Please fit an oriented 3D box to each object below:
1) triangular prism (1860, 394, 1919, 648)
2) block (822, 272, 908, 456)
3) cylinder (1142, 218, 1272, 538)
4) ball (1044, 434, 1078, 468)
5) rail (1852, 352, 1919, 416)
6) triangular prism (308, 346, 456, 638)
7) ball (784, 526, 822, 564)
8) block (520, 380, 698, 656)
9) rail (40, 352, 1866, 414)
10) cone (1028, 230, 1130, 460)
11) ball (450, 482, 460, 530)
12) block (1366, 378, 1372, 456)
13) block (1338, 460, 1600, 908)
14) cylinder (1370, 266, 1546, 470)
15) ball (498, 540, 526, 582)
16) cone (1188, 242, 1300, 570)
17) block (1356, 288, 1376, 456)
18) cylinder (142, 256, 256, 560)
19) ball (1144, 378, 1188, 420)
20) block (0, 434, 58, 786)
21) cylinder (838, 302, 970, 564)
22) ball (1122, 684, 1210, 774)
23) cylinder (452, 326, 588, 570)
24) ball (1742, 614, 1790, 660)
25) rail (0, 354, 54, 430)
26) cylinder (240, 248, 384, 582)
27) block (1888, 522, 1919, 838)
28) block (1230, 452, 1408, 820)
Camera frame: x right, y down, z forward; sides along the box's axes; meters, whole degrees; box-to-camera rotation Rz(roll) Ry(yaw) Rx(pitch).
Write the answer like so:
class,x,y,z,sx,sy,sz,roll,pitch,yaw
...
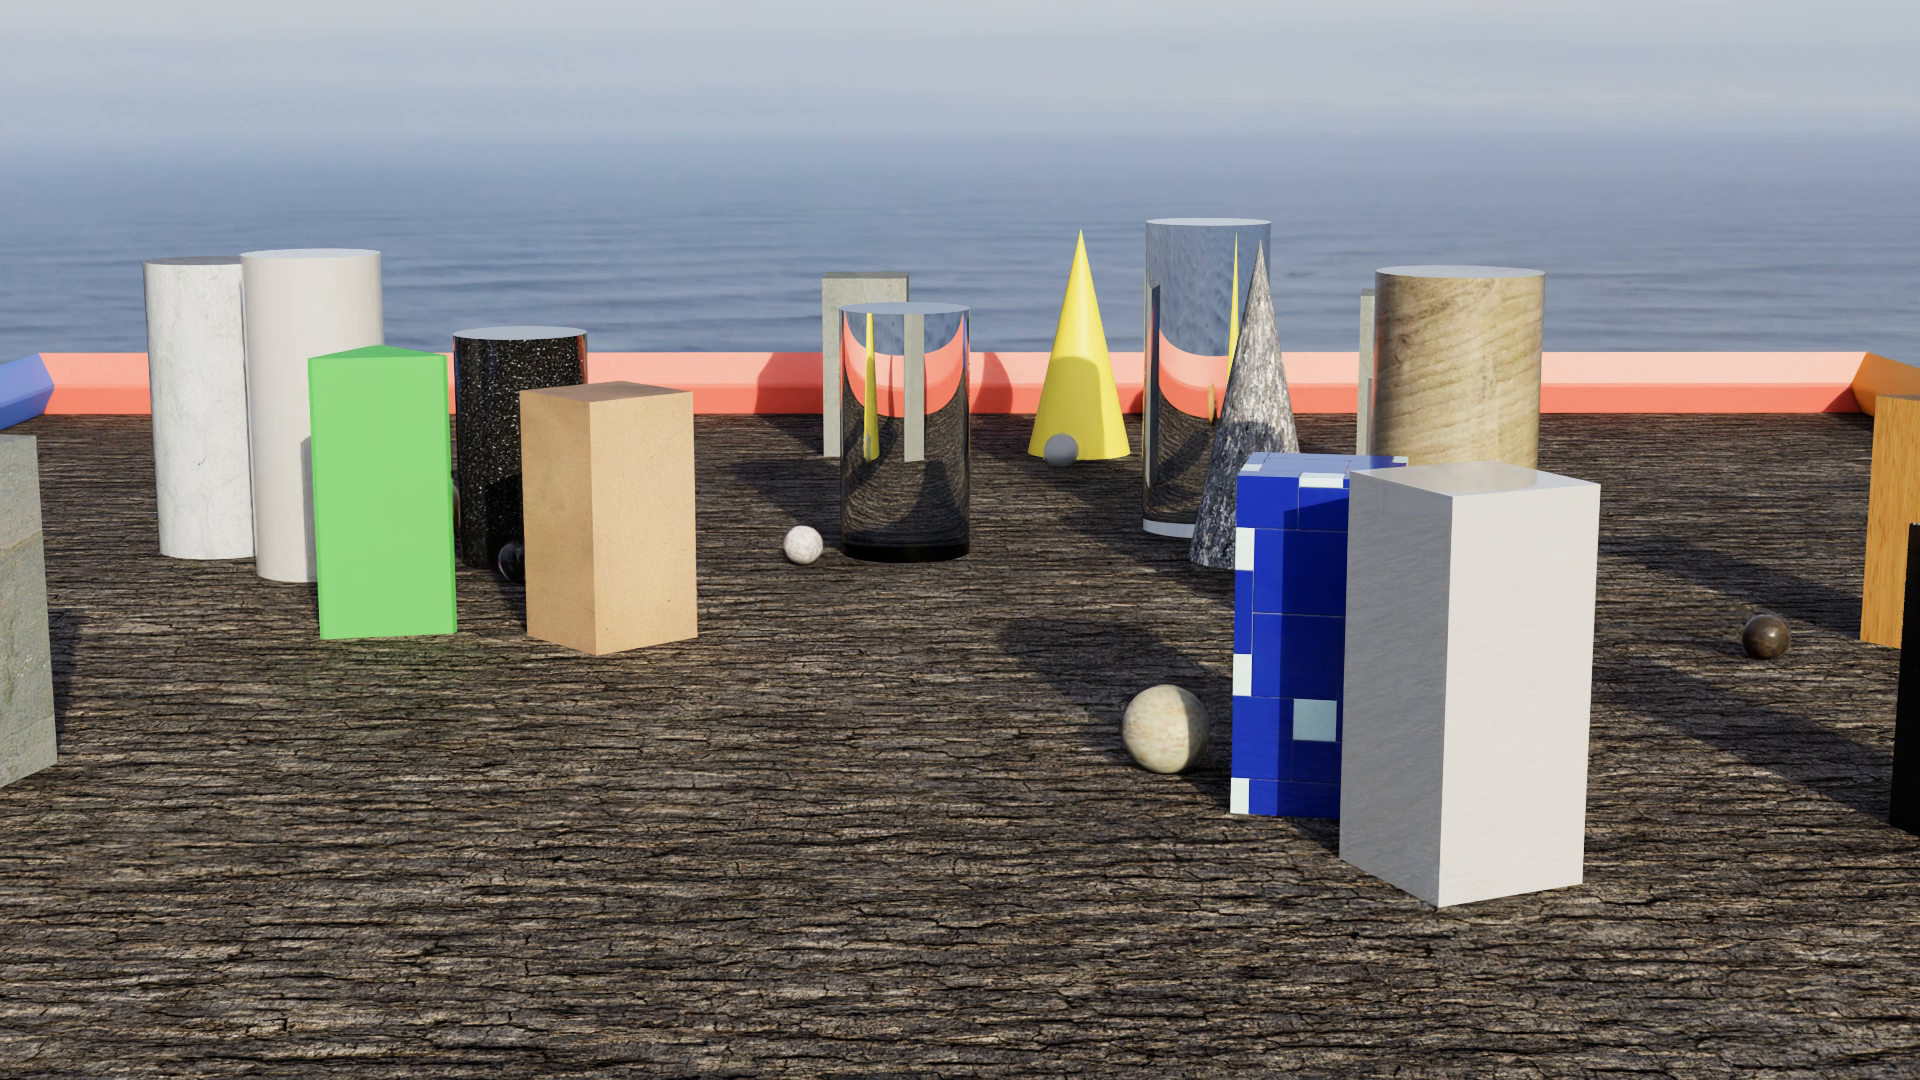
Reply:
class,x,y,z,sx,sy,sz,roll,pitch,yaw
triangular prism,1.263,-0.023,3.237,0.147,0.315,0.169,-7,13,-35
block,-0.177,-0.336,4.872,0.156,0.334,0.156,0,11,1
cylinder,0.387,-0.258,4.044,0.195,0.484,0.195,0,11,0
ball,0.185,-0.164,4.687,0.064,0.064,0.064,0,11,0
rail,1.902,0.031,3.460,0.045,0.127,3.996,0,11,0
triangular prism,-0.754,-0.067,3.351,0.169,0.361,0.147,-2,11,-12
ball,-0.231,0.008,3.778,0.058,0.058,0.058,0,11,0
block,-0.449,-0.032,3.281,0.156,0.318,0.156,-9,14,-41
rail,-0.011,-0.327,5.390,3.852,0.127,0.045,0,11,0
cone,0.226,-0.375,4.844,0.195,0.422,0.195,0,11,0
ball,-0.821,-0.051,3.985,0.098,0.098,0.098,0,11,0
block,0.716,-0.107,3.829,0.156,0.265,0.156,-5,12,-27
block,0.456,0.124,2.314,0.156,0.364,0.156,-5,12,-25
cylinder,0.585,-0.074,3.044,0.195,0.487,0.195,0,11,0
ball,-0.629,0.029,3.658,0.059,0.059,0.059,0,11,0
cone,0.439,-0.206,3.790,0.195,0.475,0.195,0,11,0
block,0.757,-0.248,4.366,0.156,0.346,0.156,2,11,9
cylinder,-1.122,-0.204,3.881,0.195,0.437,0.195,0,11,0
ball,0.427,-0.294,5.320,0.088,0.088,0.088,0,11,0
block,-1.050,0.074,2.625,0.156,0.349,0.156,3,11,16
cylinder,-0.083,-0.165,3.856,0.195,0.368,0.195,0,11,0
ball,0.214,0.196,2.667,0.092,0.092,0.092,0,11,0
cylinder,-0.646,-0.138,3.799,0.195,0.338,0.195,0,11,0
ball,0.997,0.120,3.175,0.057,0.057,0.057,0,11,0
rail,-1.902,0.035,3.438,0.045,0.127,3.996,0,11,0
cylinder,-0.928,-0.183,3.707,0.195,0.460,0.195,0,11,0
block,1.001,0.139,2.415,0.156,0.297,0.156,-4,11,-18
block,0.359,0.092,2.558,0.156,0.337,0.156,2,11,12
